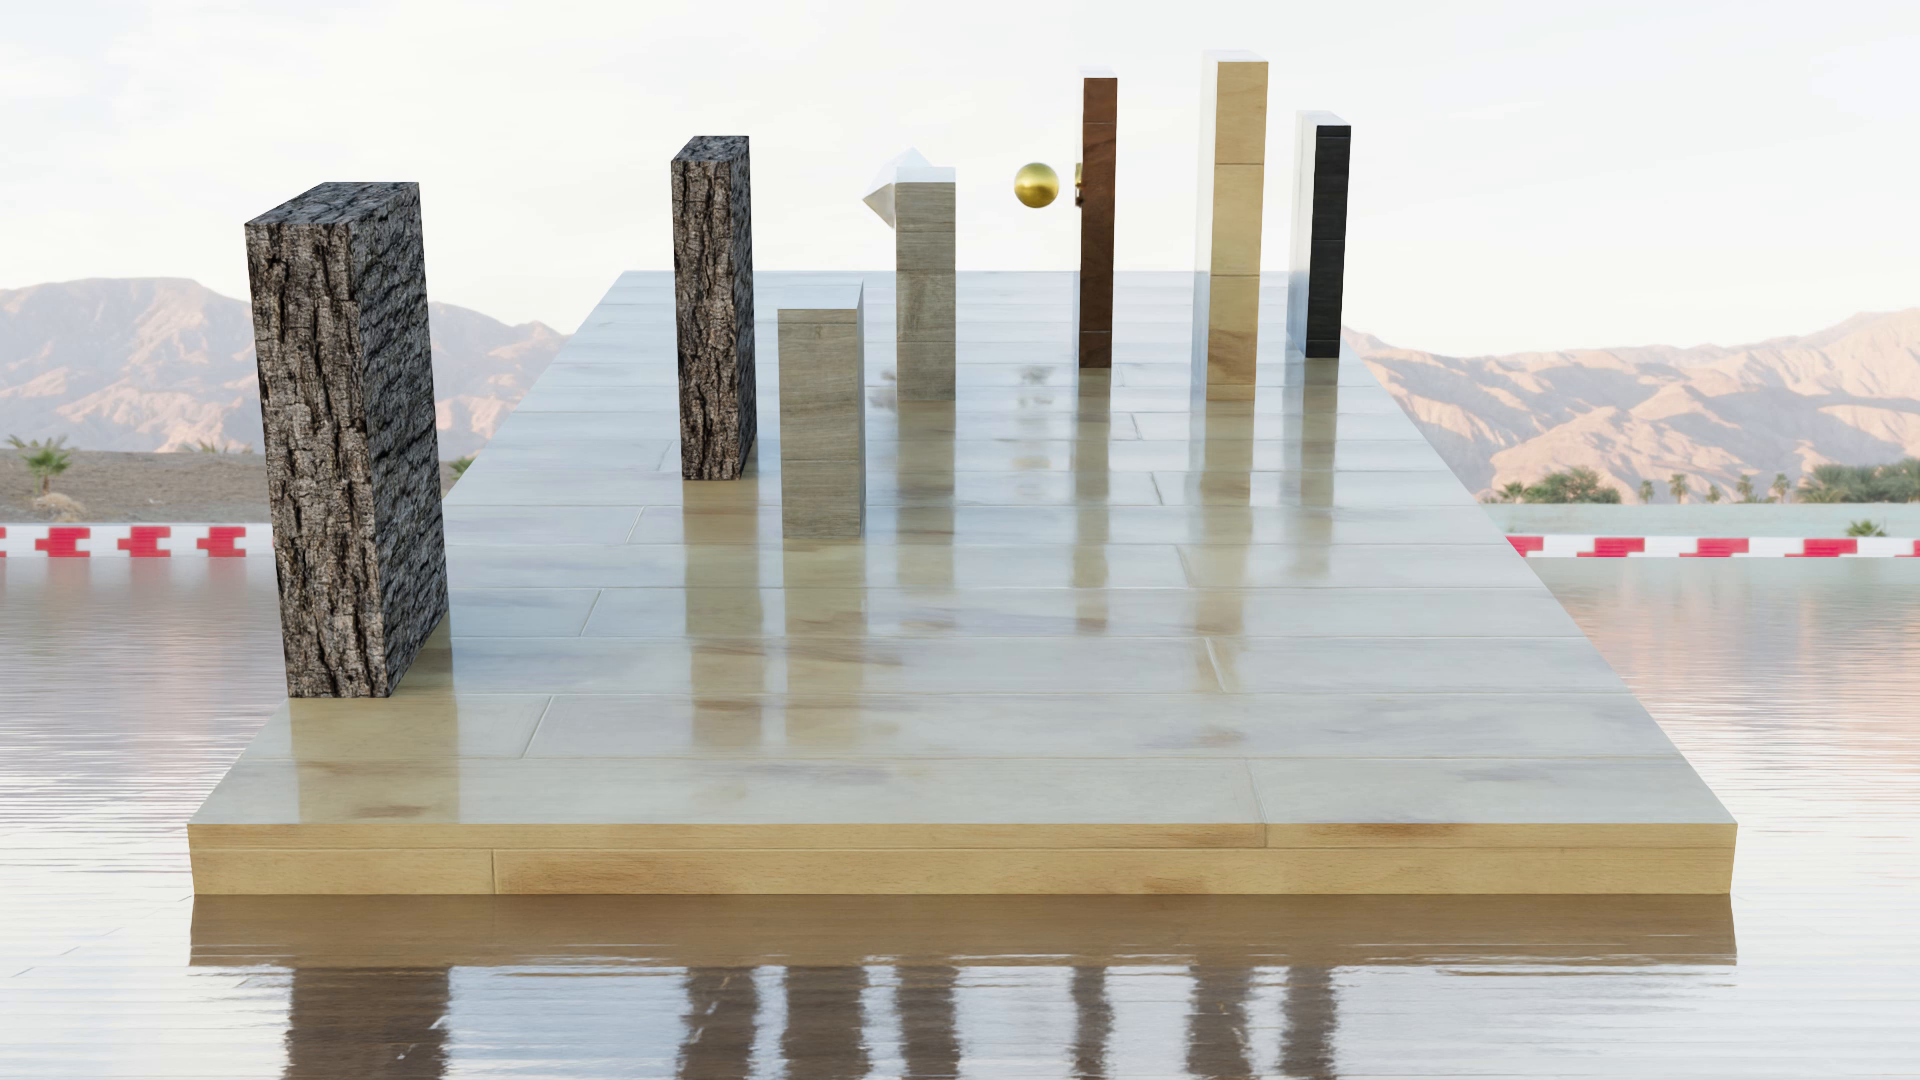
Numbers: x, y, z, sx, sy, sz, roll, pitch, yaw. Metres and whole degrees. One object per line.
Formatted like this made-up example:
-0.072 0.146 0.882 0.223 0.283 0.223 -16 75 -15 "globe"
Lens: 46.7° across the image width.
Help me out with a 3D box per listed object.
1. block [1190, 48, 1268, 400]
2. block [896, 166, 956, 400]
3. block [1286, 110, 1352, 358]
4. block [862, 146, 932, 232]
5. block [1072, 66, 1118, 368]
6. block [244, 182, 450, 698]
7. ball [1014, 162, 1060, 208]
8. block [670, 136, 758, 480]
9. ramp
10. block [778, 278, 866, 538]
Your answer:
0.619 -0.732 5.139 0.112 0.762 0.337 0 17 0 "block"
-0.077 -0.595 5.140 0.135 0.499 0.259 0 17 0 "block"
0.901 -0.776 5.605 0.085 0.572 0.334 0 17 0 "block"
-0.152 -0.974 6.200 0.146 0.146 0.146 42 -33 -20 "block"
0.329 -0.796 5.458 0.081 0.696 0.301 0 17 0 "block"
-0.920 -0.164 3.385 0.148 0.704 0.415 0 17 0 "block"
0.219 -1.014 6.354 0.134 0.134 0.134 0 0 0 "ball"
-0.498 -0.483 4.543 0.115 0.633 0.416 0 17 0 "block"
-0.003 -0.175 4.792 2.000 0.100 4.000 0 17 0 "ramp"
-0.254 -0.252 4.147 0.141 0.425 0.309 0 17 0 "block"
